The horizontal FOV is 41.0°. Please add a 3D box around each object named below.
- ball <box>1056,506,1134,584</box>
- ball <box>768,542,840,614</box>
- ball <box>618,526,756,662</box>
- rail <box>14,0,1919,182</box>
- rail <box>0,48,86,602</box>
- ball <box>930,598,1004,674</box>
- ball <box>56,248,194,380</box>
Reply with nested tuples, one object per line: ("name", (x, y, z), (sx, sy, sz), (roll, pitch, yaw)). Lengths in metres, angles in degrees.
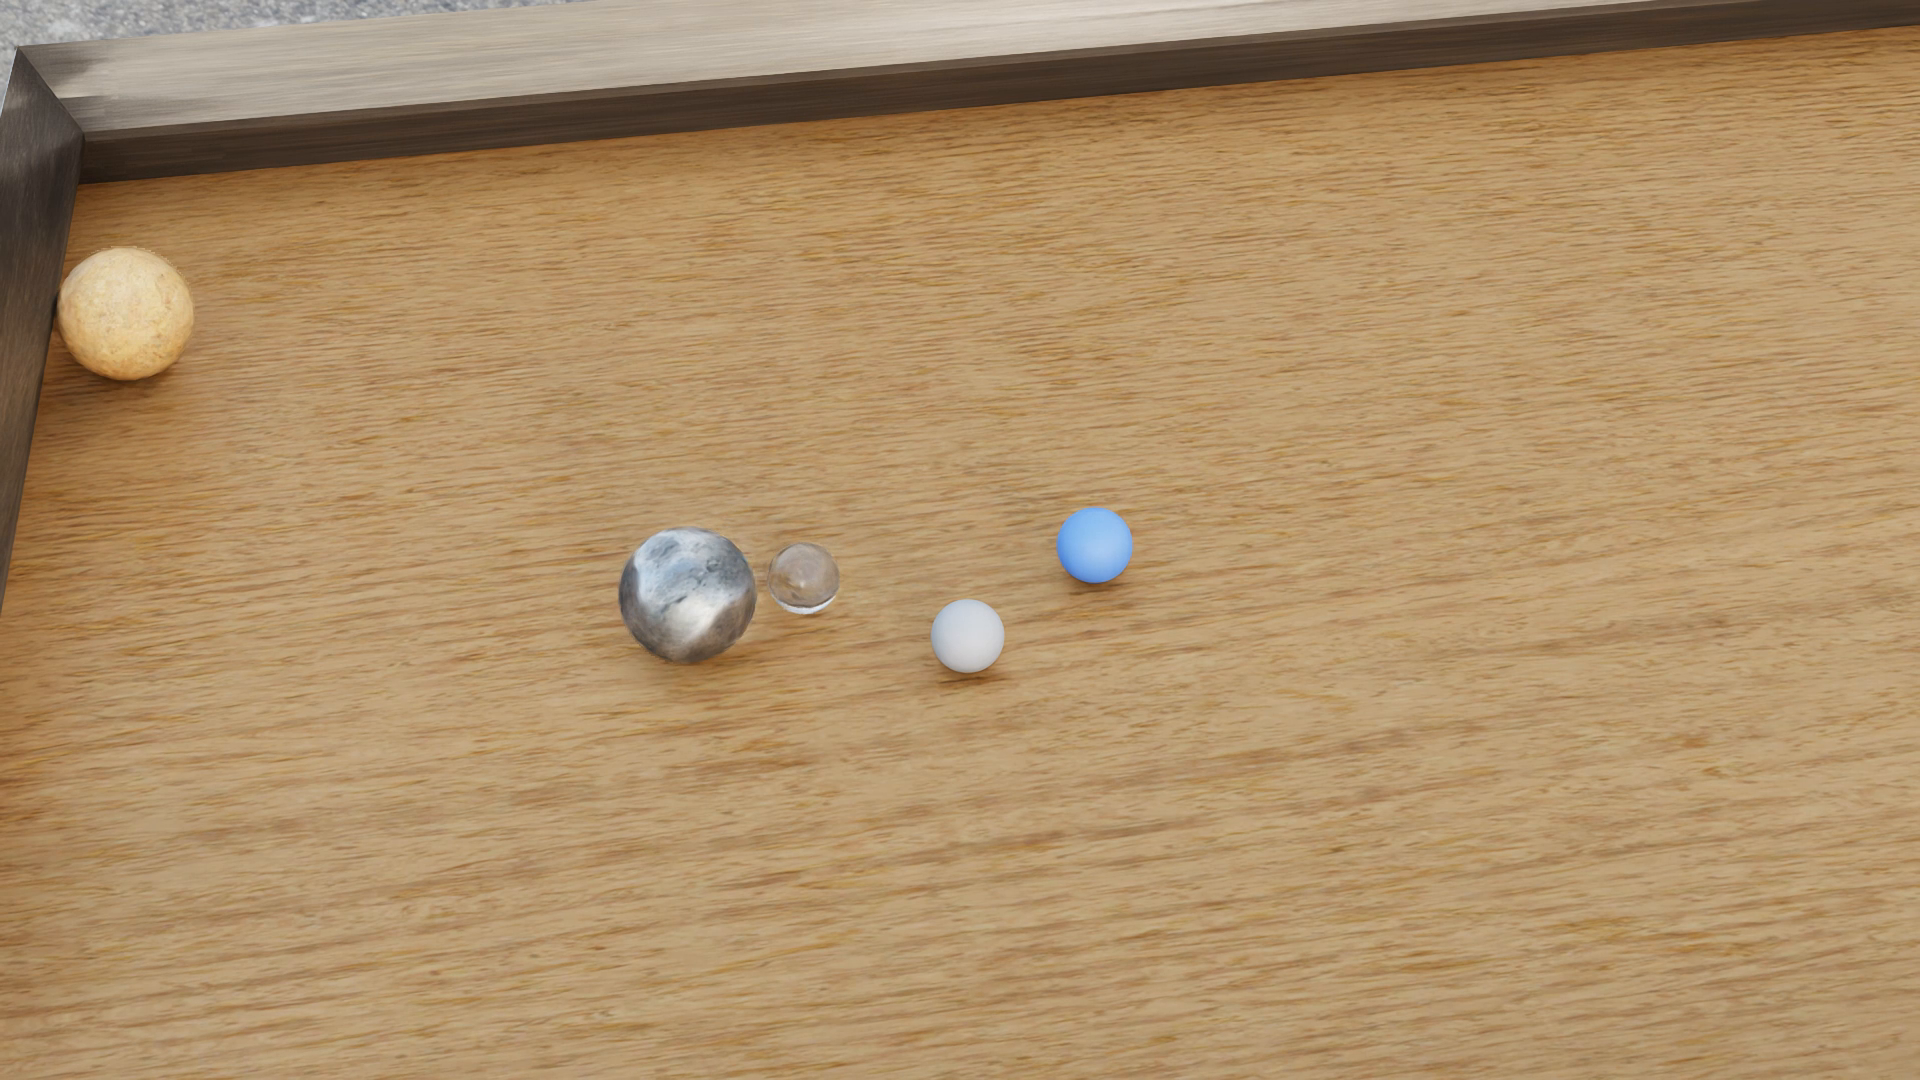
("ball", (0.088, 0.003, 1.677), (0.050, 0.050, 0.050), (0, 36, 0))
("ball", (-0.101, 0.024, 1.651), (0.047, 0.047, 0.047), (0, 36, 0))
("ball", (-0.170, 0.034, 1.604), (0.086, 0.086, 0.086), (0, 36, 0))
("rail", (0.505, -0.475, 2.276), (2.566, 0.125, 0.045), (-6, 36, -9))
("rail", (-0.606, 0.040, 1.560), (0.045, 0.125, 1.357), (-6, 36, -9))
("ball", (0.005, 0.060, 1.602), (0.046, 0.046, 0.046), (0, 36, 0))
("ball", (-0.608, -0.164, 1.871), (0.096, 0.096, 0.096), (0, 36, 0))
